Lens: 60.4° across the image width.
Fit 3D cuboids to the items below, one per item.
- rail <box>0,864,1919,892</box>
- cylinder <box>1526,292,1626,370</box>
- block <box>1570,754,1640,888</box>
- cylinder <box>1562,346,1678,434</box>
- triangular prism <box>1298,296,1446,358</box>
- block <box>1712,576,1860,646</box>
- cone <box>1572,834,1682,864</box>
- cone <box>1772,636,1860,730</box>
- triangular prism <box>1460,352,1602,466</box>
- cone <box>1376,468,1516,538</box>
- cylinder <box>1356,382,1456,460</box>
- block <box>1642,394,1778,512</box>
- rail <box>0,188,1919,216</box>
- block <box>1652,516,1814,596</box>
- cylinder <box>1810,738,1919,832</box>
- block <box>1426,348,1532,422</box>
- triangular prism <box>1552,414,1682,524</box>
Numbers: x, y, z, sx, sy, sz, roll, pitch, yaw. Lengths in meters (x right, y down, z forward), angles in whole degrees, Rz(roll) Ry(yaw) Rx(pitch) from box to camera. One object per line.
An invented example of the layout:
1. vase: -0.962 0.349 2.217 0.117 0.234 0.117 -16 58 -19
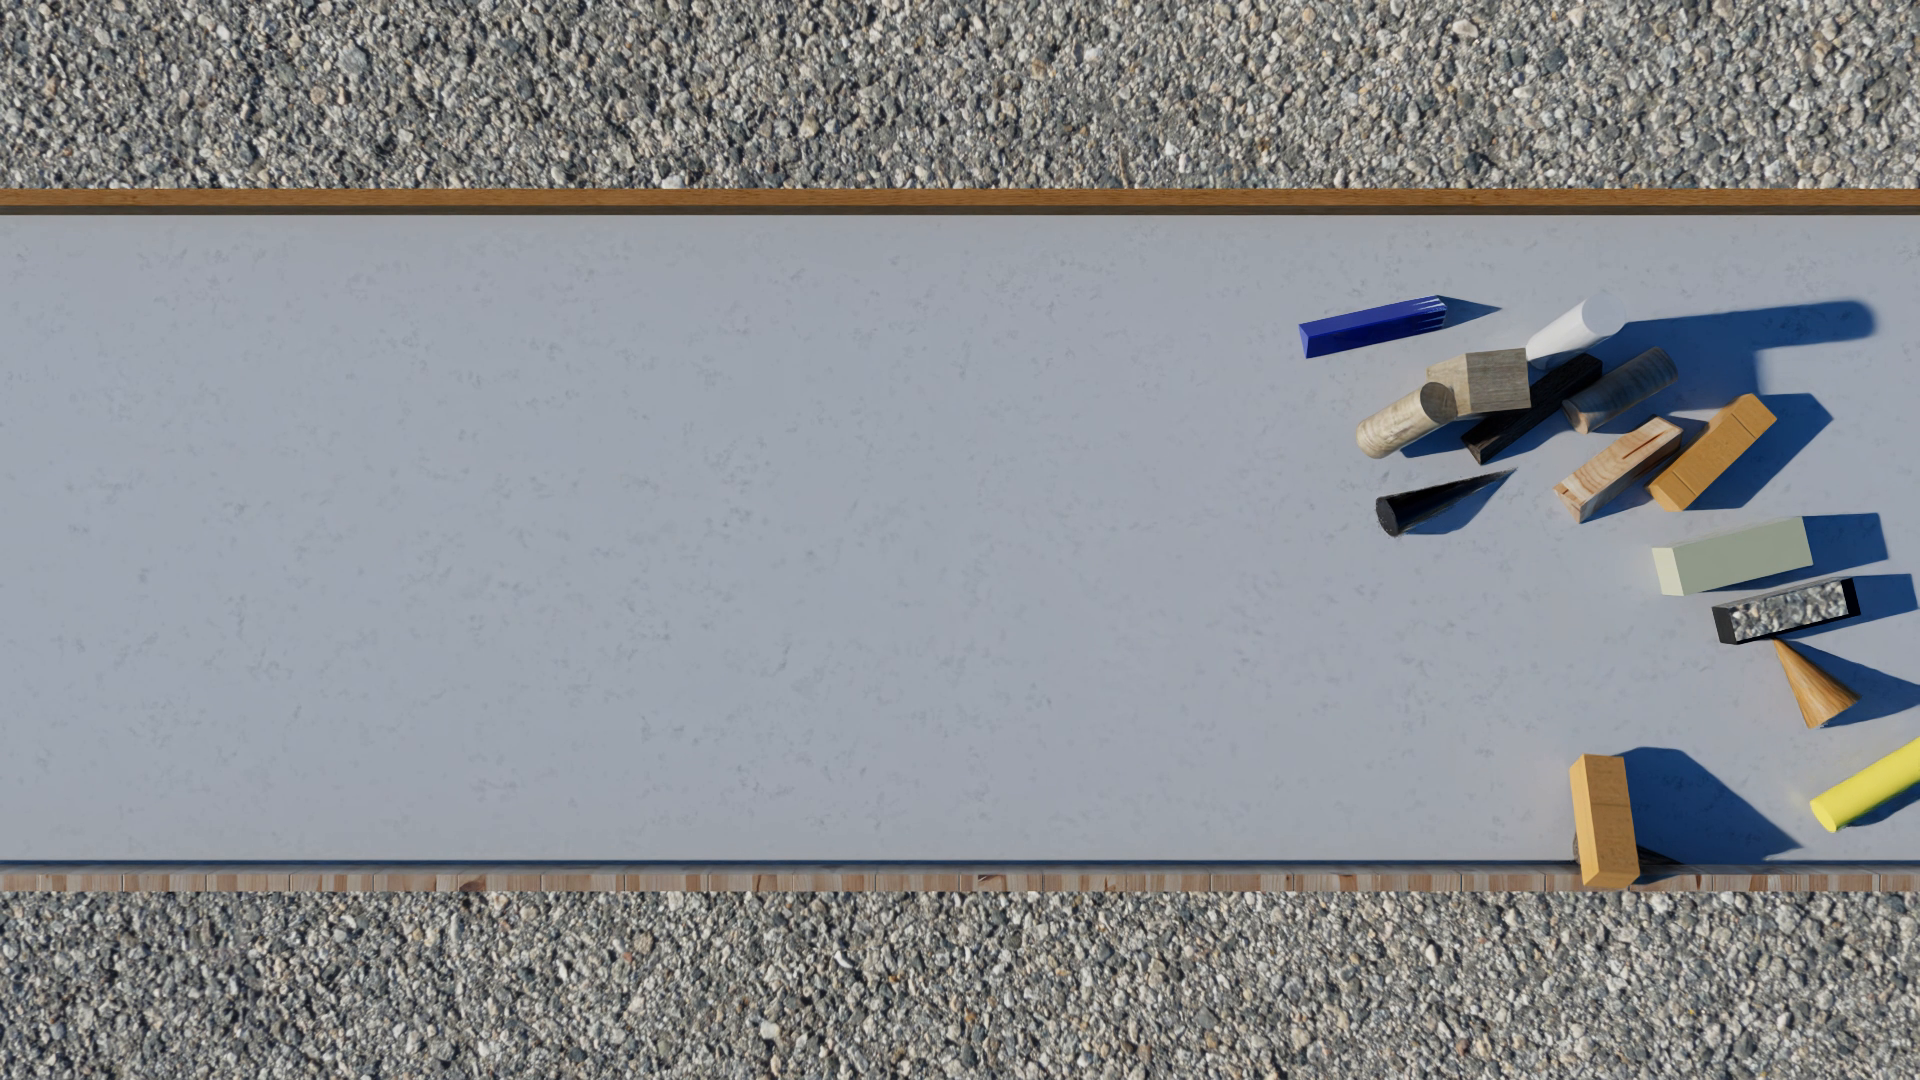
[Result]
1. rail: -2.247 1.025 5.001 12.000 0.150 0.050 0 90 0
2. cylinder: 1.805 -0.607 4.848 0.126 0.445 0.126 0 83 0
3. block: 1.924 0.839 4.930 0.121 0.121 0.371 5 59 0
4. cylinder: 2.005 -0.454 5.014 0.318 0.125 0.125 -31 90 0
5. triangular prism: 1.261 -0.656 5.028 0.428 0.092 0.106 -12 90 0
6. block: 2.512 0.215 5.019 0.383 0.115 0.115 -14 90 0
7. cone: 2.066 0.963 5.046 0.348 0.122 0.122 12 90 -10
8. cone: 2.568 0.403 5.034 0.176 0.176 0.304 -33 74 0
9. triangular prism: 1.755 -0.406 5.028 0.457 0.092 0.106 -36 90 0
10. cone: 1.508 -0.146 5.044 0.454 0.130 0.130 -20 90 -8
11. cylinder: 1.325 -0.353 4.909 0.131 0.310 0.131 7 71 -22
12. block: 2.281 -0.265 5.022 0.399 0.109 0.109 -44 90 0
13. rail: -2.247 -1.025 5.002 12.000 0.150 0.050 0 90 0
14. block: 2.340 0.049 5.003 0.399 0.147 0.147 -14 90 0
15. cylinder: 2.794 0.742 5.022 0.387 0.109 0.109 -30 90 0
16. block: 1.525 -0.452 4.875 0.171 0.403 0.171 -5 90 0
17. triangular prism: 2.017 -0.218 5.015 0.385 0.117 0.135 -36 90 0
